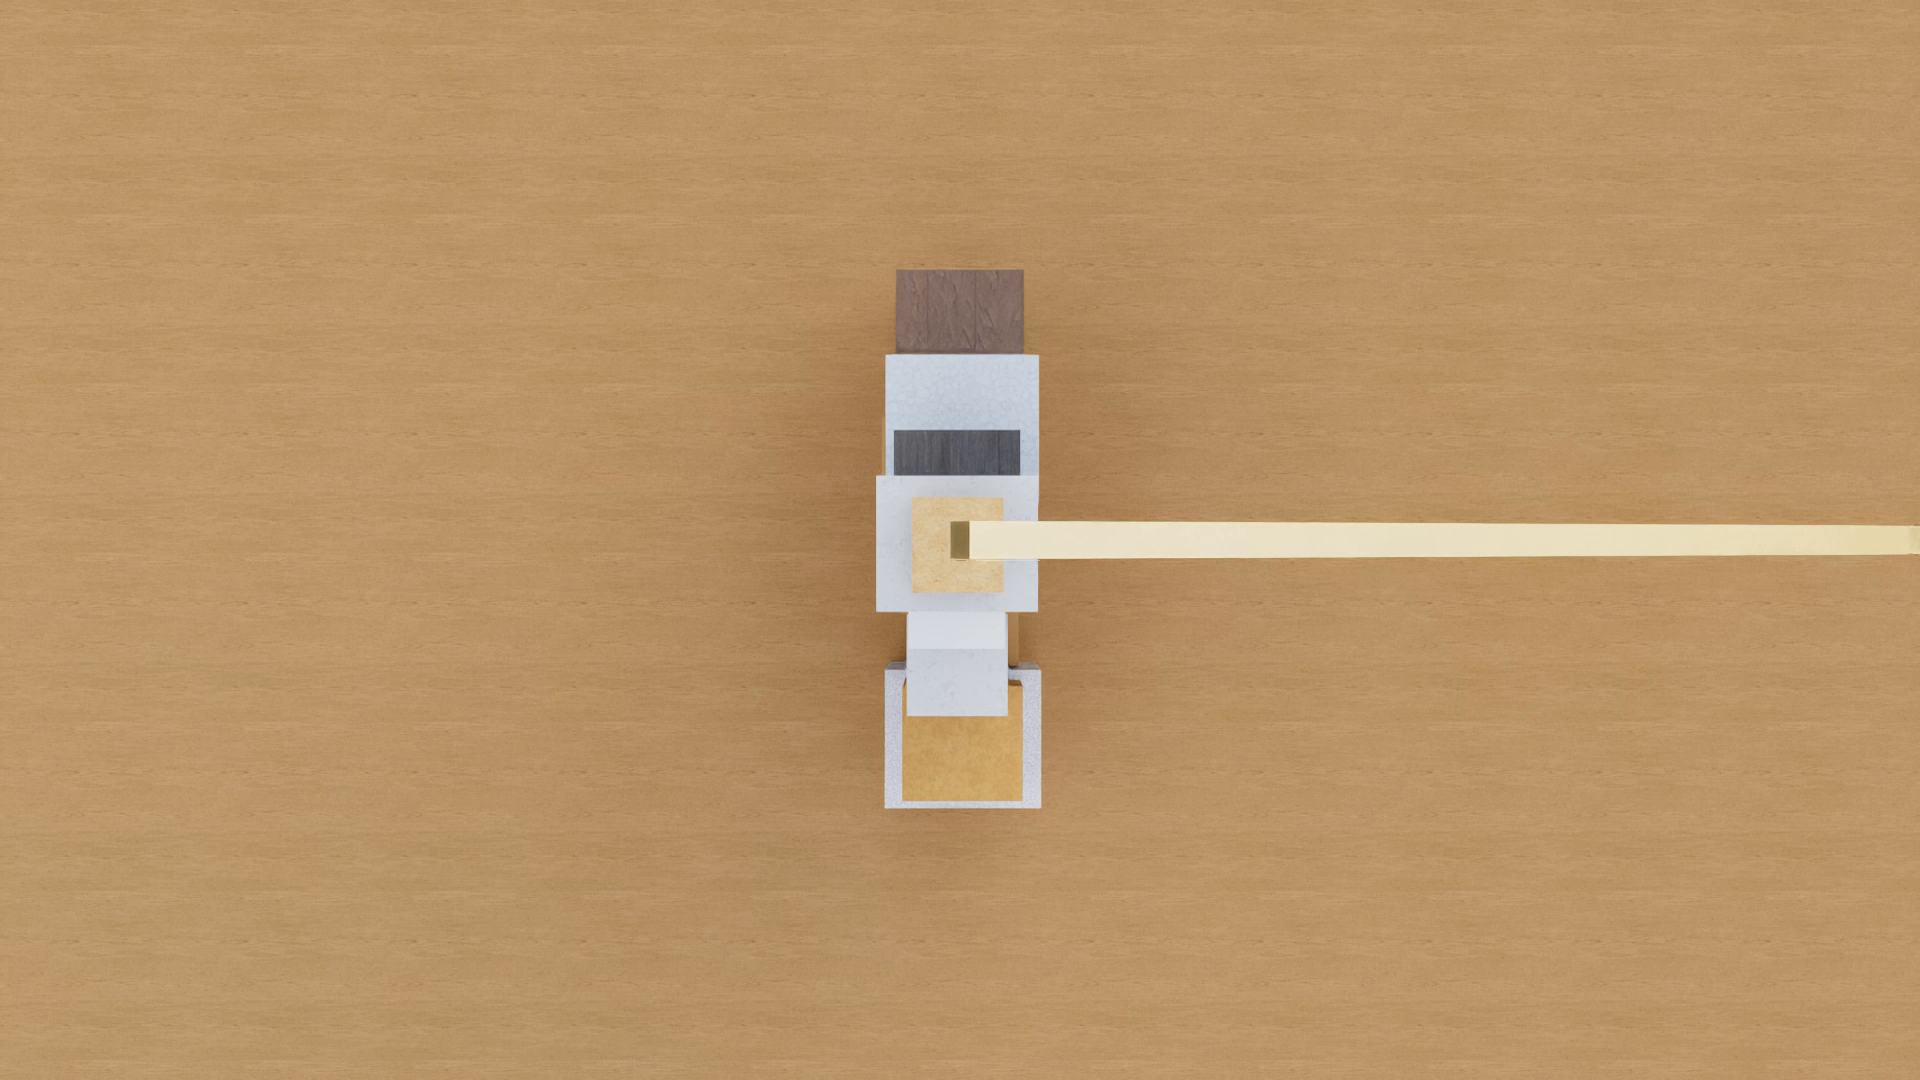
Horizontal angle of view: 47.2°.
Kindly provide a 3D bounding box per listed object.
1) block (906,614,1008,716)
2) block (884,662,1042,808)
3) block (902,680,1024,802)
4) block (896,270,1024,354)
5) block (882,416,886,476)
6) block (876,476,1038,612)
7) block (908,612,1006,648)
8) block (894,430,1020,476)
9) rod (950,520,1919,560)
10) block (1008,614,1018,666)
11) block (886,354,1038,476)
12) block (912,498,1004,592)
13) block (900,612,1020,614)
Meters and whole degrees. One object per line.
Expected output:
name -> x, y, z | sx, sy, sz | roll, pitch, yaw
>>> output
block -> -0.014, 0.622, 11.312 | 0.506, 0.542, 0.523 | 0, 90, 0
block -> 0.017, 1.098, 12.567 | 0.861, 0.866, 0.762 | 0, 90, 0
block -> 0.014, 1.074, 11.863 | 0.636, 0.542, 0.605 | 0, 90, 0
block -> 0.000, -1.037, 11.910 | 0.675, 0.662, 0.734 | 0, 85, 0
block -> -0.009, -0.206, 11.760 | 0.787, 0.925, 0.855 | 0, 90, 0
block -> -0.012, 0.012, 9.732 | 0.693, 0.607, 0.584 | 0, 91, 0
block -> -0.015, 0.269, 10.508 | 0.452, 0.380, 0.483 | 0, 90, 0
block -> -0.013, -0.242, 10.323 | 0.579, 0.582, 0.528 | 0, 91, 0
rod -> 2.234, 0.000, 5.980 | 5.200, 0.080, 0.080 | 0, 90, -31
block -> 0.017, 0.369, 12.692 | 0.628, 0.617, 0.677 | 0, 90, 0
block -> 0.011, -0.545, 10.956 | 0.739, 0.683, 0.698 | 0, 90, 0
block -> -0.009, 0.019, 9.257 | 0.377, 0.343, 0.395 | 0, 91, 0
block -> -0.003, 0.087, 10.998 | 0.582, 0.600, 0.546 | 0, 90, 0
